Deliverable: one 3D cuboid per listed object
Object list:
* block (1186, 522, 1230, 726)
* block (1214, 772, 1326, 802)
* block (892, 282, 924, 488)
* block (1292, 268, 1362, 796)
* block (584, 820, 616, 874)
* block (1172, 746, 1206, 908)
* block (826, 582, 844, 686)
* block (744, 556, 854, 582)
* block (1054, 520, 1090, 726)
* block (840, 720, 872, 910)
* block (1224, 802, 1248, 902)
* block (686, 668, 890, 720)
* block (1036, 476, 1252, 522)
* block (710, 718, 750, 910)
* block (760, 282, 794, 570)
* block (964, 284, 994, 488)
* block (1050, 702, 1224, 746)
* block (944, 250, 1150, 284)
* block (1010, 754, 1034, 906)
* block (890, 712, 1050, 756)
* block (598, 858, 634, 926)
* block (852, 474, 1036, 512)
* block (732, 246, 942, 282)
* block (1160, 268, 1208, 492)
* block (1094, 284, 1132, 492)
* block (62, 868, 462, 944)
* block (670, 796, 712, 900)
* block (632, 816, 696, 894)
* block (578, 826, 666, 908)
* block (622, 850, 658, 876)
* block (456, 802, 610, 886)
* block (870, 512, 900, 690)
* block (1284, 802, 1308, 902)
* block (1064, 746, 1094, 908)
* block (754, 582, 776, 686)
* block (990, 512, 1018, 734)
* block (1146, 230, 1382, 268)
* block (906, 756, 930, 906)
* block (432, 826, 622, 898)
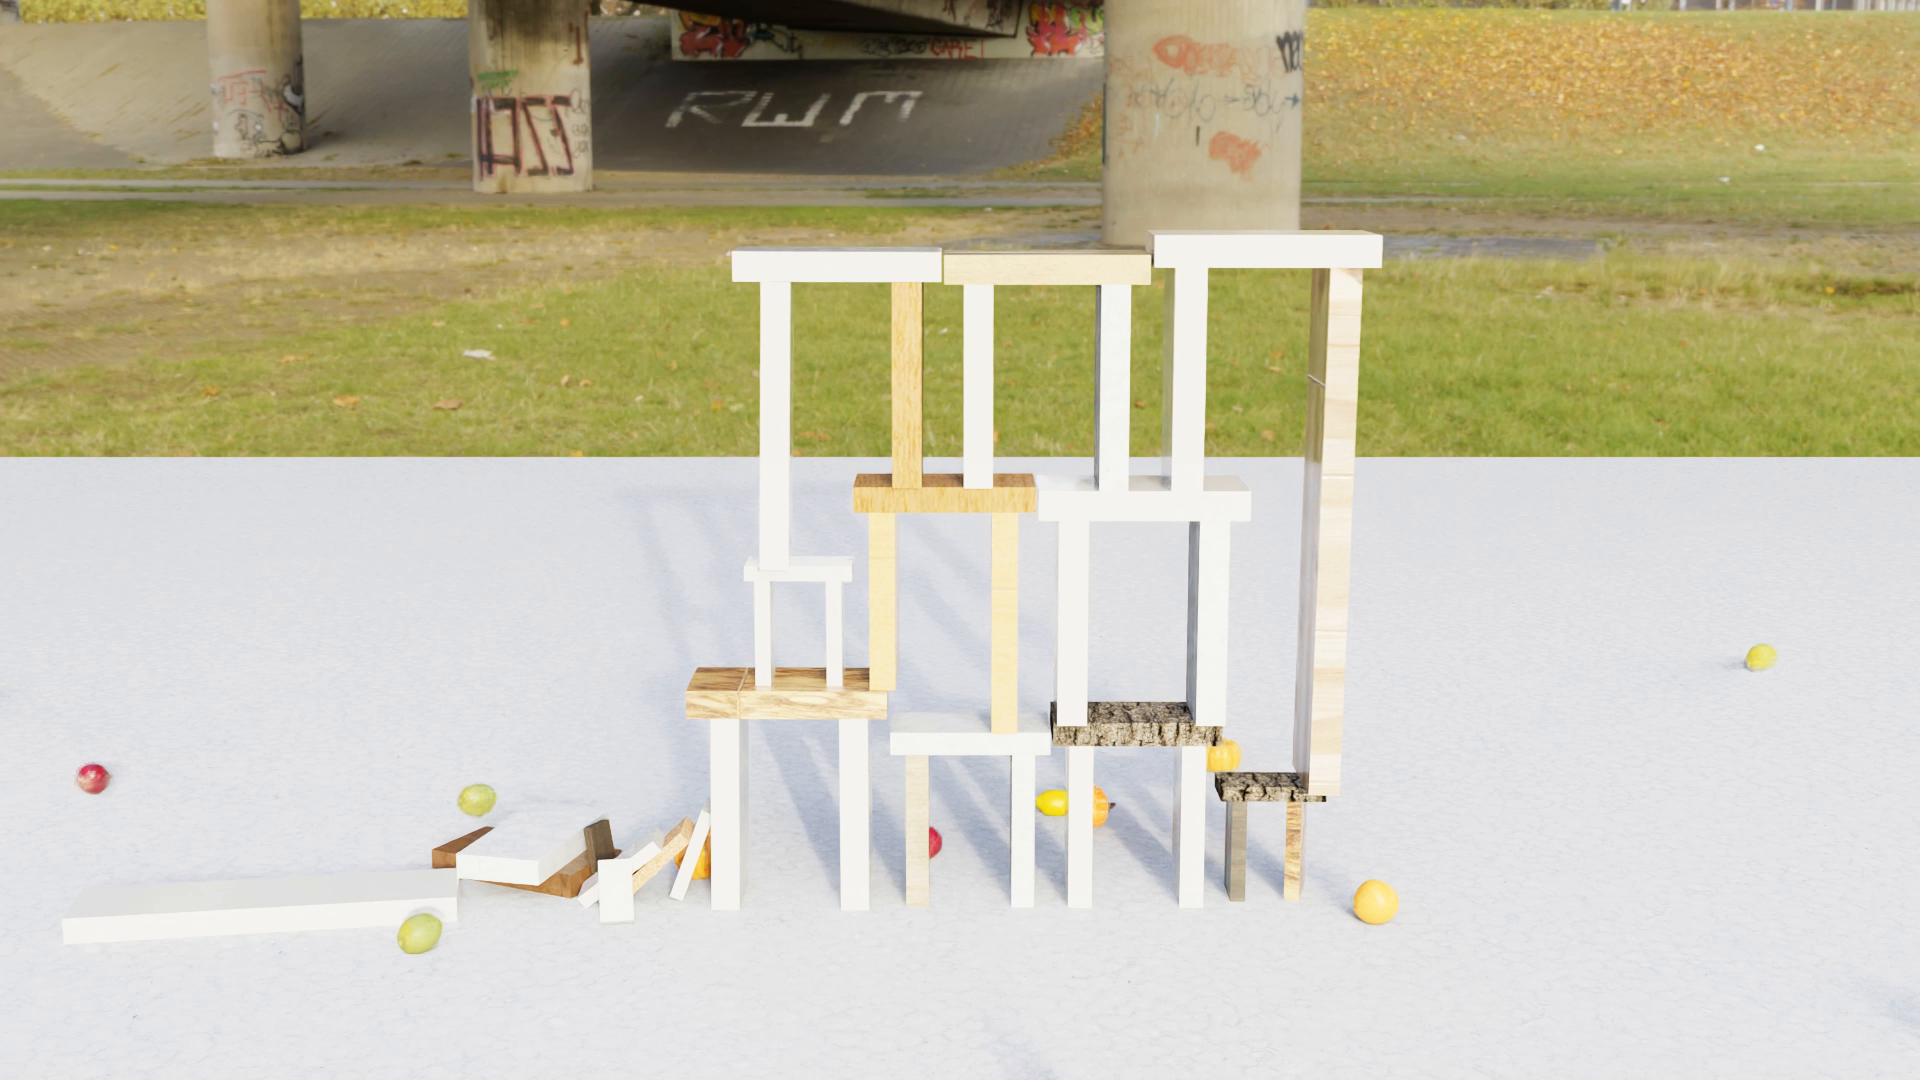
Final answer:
[{"bbox_3d":[0.402,0.119,3.580,0.047,0.334,0.167,0,11,0],"label":"block"},{"bbox_3d":[0.512,0.408,3.634,0.173,0.024,0.086,0,11,-1],"label":"block"},{"bbox_3d":[-0.083,-0.255,3.513,0.046,0.323,0.162,0,11,0],"label":"block"},{"bbox_3d":[0.592,-0.020,3.556,0.050,0.846,0.175,1,11,0],"label":"block"},{"bbox_3d":[-0.603,0.529,3.703,0.015,0.106,0.053,-7,6,28],"label":"block"},{"bbox_3d":[0.379,0.455,3.646,0.039,0.274,0.137,0,11,0],"label":"block"},{"bbox_3d":[-0.203,0.144,3.585,0.024,0.173,0.086,0,11,0],"label":"block"},{"bbox_3d":[-0.260,0.046,3.567,0.173,0.024,0.086,0,11,0],"label":"block"},{"bbox_3d":[0.180,0.119,3.581,0.047,0.334,0.167,0,11,0],"label":"block"},{"bbox_3d":[-0.171,0.431,3.640,0.046,0.322,0.161,0,11,0],"label":"block"},{"bbox_3d":[0.458,0.504,3.657,0.024,0.173,0.086,0,11,0],"label":"block"},{"bbox_3d":[-0.279,0.250,3.607,0.322,0.046,0.161,0,11,0],"label":"block"},{"bbox_3d":[0.291,-0.068,3.546,0.334,0.047,0.167,0,11,0],"label":"block"},{"bbox_3d":[-0.380,0.431,3.640,0.046,0.322,0.161,1,11,0],"label":"block"},{"bbox_3d":[-0.293,-0.191,3.527,0.046,0.456,0.162,1,11,-2],"label":"block"},{"bbox_3d":[0.028,-0.253,3.510,0.045,0.320,0.160,0,11,0],"label":"block"},{"bbox_3d":[0.287,0.302,3.616,0.274,0.039,0.137,0,11,0],"label":"block"},{"bbox_3d":[0.135,-0.432,3.476,0.320,0.045,0.160,0,11,0],"label":"block"},{"bbox_3d":[0.103,0.463,3.646,0.037,0.258,0.129,0,11,0],"label":"block"},{"bbox_3d":[0.017,0.318,3.618,0.258,0.037,0.129,0,11,0],"label":"block"},{"bbox_3d":[-0.555,0.567,3.548,0.053,0.106,0.015,-2,-32,-10],"label":"block"},{"bbox_3d":[-0.025,-0.076,3.548,0.289,0.041,0.144,0,11,0],"label":"block"},{"bbox_3d":[-0.191,-0.437,3.481,0.323,0.046,0.162,0,11,0],"label":"block"},{"bbox_3d":[0.357,-0.264,3.513,0.050,0.350,0.175,0,11,0],"label":"block"},{"bbox_3d":[0.242,-0.250,3.509,0.045,0.324,0.160,0,11,0],"label":"block"},{"bbox_3d":[-1.117,0.590,3.557,0.601,0.041,0.146,-2,11,-9],"label":"block"},{"bbox_3d":[-0.441,0.513,3.658,0.022,0.158,0.079,20,10,-3],"label":"block"},{"bbox_3d":[-0.506,0.530,3.642,0.158,0.022,0.079,-42,9,10],"label":"block"},{"bbox_3d":[-0.558,0.540,3.628,0.158,0.022,0.079,-37,10,4],"label":"block"},{"bbox_3d":[-0.560,0.558,3.798,0.053,0.015,0.106,-4,11,-19],"label":"block"},{"bbox_3d":[-0.721,0.514,3.739,0.146,0.041,0.292,3,11,14],"label":"block"},{"bbox_3d":[-0.122,0.086,3.578,0.041,0.289,0.144,0,11,1],"label":"block"},{"bbox_3d":[0.559,0.504,3.660,0.024,0.173,0.086,3,11,15],"label":"block"},{"bbox_3d":[0.196,0.455,3.646,0.039,0.274,0.137,0,11,0],"label":"block"},{"bbox_3d":[-0.318,0.143,3.585,0.024,0.173,0.086,0,11,0],"label":"block"},{"bbox_3d":[0.072,0.122,3.584,0.041,0.362,0.144,0,11,0],"label":"block"},{"bbox_3d":[0.476,-0.461,3.475,0.350,0.050,0.175,0,11,0],"label":"block"},{"bbox_3d":[-0.069,0.463,3.646,0.037,0.258,0.129,0,11,0],"label":"block"},{"bbox_3d":[-0.742,0.550,3.769,0.292,0.041,0.146,5,12,26],"label":"block"}]
